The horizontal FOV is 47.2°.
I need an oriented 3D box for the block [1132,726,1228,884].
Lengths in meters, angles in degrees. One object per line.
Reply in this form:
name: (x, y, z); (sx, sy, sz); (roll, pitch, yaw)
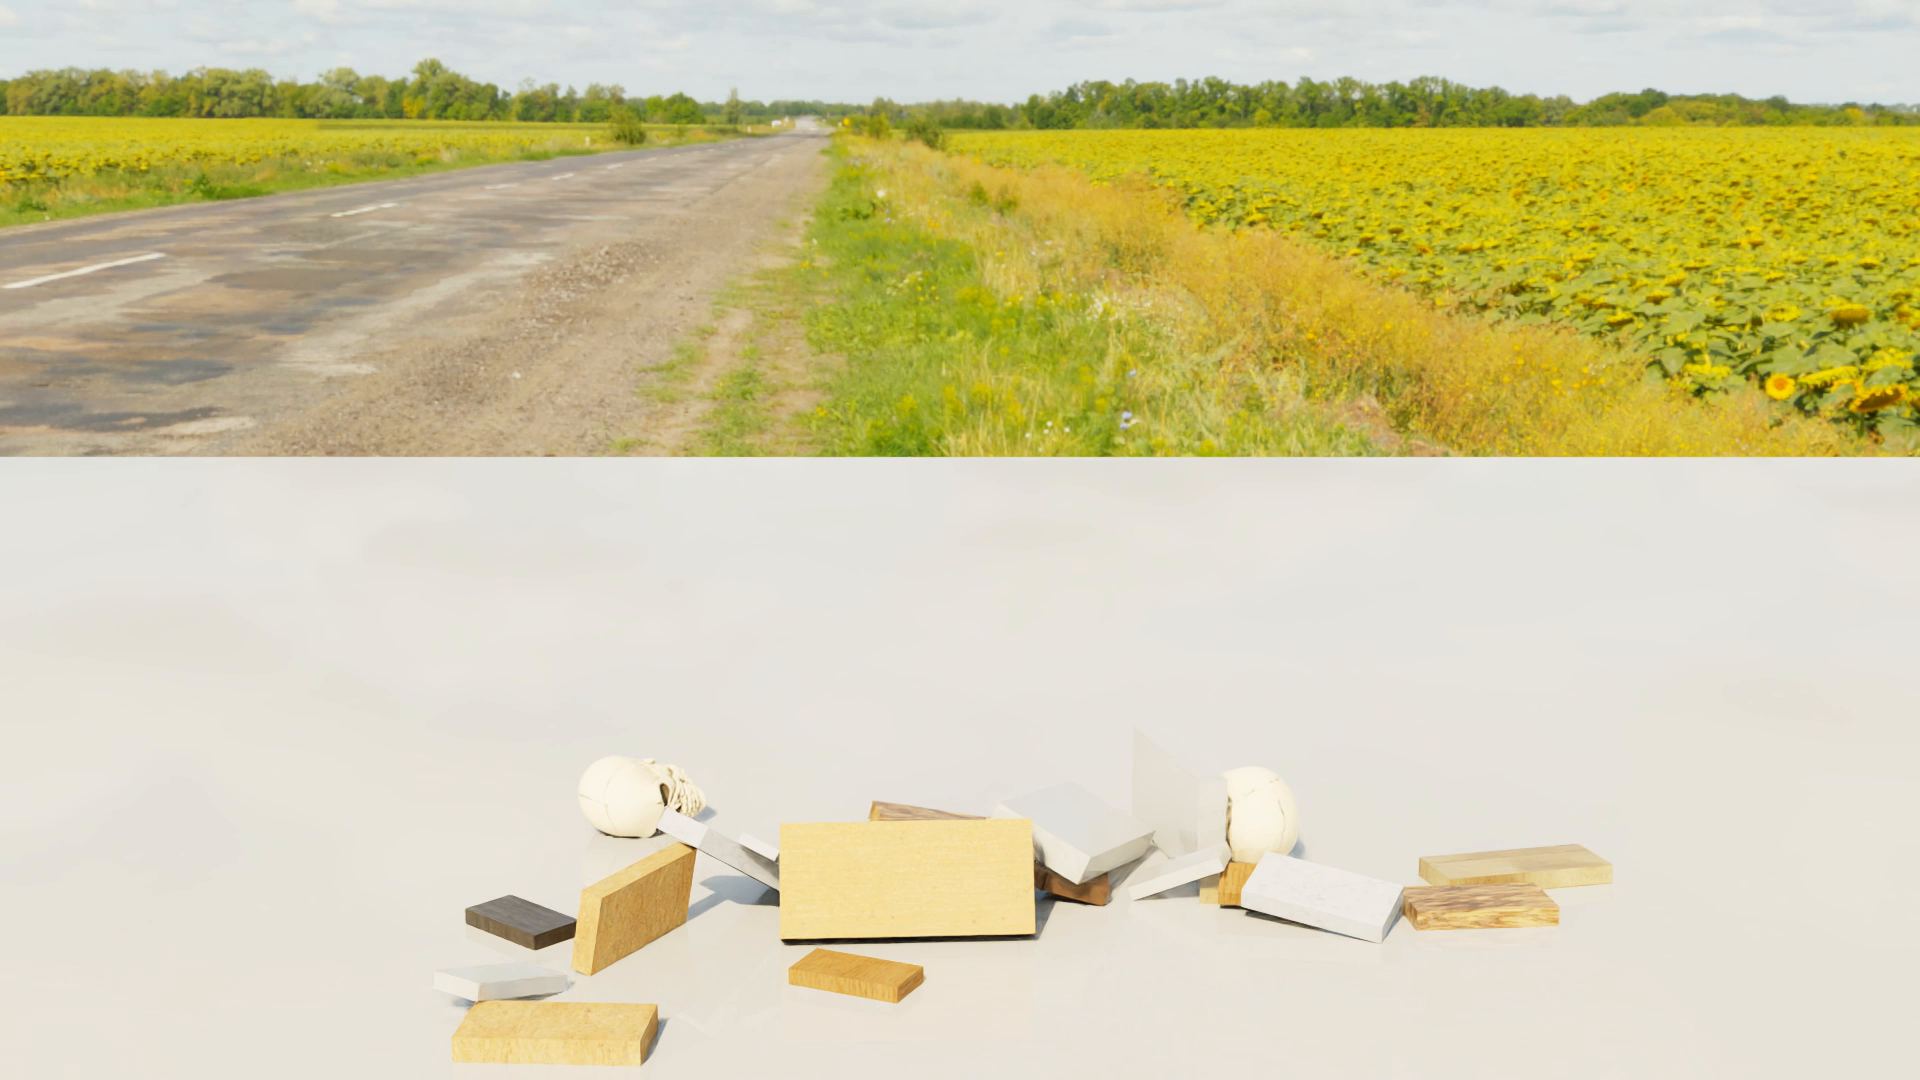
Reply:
block: (0.383, 0.460, 3.877); (0.050, 0.178, 0.356); (-1, 11, -13)

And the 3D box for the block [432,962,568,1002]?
block: (-0.668, 0.642, 3.203); (0.090, 0.026, 0.180); (7, -1, 34)

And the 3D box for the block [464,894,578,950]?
block: (-0.697, 0.608, 3.501); (0.180, 0.025, 0.090); (9, 14, 41)

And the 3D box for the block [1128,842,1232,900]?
block: (0.364, 0.549, 3.647); (0.166, 0.023, 0.083); (-22, 4, 18)

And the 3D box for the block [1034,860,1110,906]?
block: (0.133, 0.545, 3.655); (0.225, 0.032, 0.113); (15, 12, -2)

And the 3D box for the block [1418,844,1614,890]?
block: (0.943, 0.561, 3.736); (0.300, 0.033, 0.116); (-3, 11, -14)

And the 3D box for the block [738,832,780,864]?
block: (-0.319, 0.497, 3.537); (0.065, 0.018, 0.131); (26, -11, 4)

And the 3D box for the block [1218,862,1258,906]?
block: (0.508, 0.567, 3.601); (0.166, 0.023, 0.083); (3, 28, 9)

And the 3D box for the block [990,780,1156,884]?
block: (0.192, 0.491, 3.724); (0.178, 0.050, 0.356); (29, 10, 20)

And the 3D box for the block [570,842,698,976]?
block: (-0.504, 0.569, 3.414); (0.037, 0.130, 0.259); (17, 17, 23)

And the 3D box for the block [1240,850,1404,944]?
block: (0.581, 0.571, 3.527); (0.232, 0.033, 0.116); (12, 31, 24)

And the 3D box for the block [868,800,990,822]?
block: (-0.027, 0.479, 3.597); (0.225, 0.032, 0.113); (11, 14, -20)

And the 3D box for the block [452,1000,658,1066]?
block: (-0.560, 0.685, 3.057); (0.259, 0.037, 0.130); (1, 11, 3)

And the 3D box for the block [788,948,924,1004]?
block: (-0.155, 0.649, 3.280); (0.180, 0.026, 0.090); (5, 12, 24)

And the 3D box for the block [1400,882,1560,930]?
block: (0.837, 0.593, 3.562); (0.232, 0.033, 0.116); (-1, 11, -5)

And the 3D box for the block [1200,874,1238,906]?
block: (0.482, 0.581, 3.651); (0.166, 0.023, 0.083); (1, 11, 6)

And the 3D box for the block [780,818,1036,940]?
block: (-0.084, 0.534, 3.465); (0.398, 0.178, 0.050); (-1, -11, -3)

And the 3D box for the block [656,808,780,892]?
block: (-0.357, 0.517, 3.577); (0.259, 0.037, 0.130); (35, -13, -37)
